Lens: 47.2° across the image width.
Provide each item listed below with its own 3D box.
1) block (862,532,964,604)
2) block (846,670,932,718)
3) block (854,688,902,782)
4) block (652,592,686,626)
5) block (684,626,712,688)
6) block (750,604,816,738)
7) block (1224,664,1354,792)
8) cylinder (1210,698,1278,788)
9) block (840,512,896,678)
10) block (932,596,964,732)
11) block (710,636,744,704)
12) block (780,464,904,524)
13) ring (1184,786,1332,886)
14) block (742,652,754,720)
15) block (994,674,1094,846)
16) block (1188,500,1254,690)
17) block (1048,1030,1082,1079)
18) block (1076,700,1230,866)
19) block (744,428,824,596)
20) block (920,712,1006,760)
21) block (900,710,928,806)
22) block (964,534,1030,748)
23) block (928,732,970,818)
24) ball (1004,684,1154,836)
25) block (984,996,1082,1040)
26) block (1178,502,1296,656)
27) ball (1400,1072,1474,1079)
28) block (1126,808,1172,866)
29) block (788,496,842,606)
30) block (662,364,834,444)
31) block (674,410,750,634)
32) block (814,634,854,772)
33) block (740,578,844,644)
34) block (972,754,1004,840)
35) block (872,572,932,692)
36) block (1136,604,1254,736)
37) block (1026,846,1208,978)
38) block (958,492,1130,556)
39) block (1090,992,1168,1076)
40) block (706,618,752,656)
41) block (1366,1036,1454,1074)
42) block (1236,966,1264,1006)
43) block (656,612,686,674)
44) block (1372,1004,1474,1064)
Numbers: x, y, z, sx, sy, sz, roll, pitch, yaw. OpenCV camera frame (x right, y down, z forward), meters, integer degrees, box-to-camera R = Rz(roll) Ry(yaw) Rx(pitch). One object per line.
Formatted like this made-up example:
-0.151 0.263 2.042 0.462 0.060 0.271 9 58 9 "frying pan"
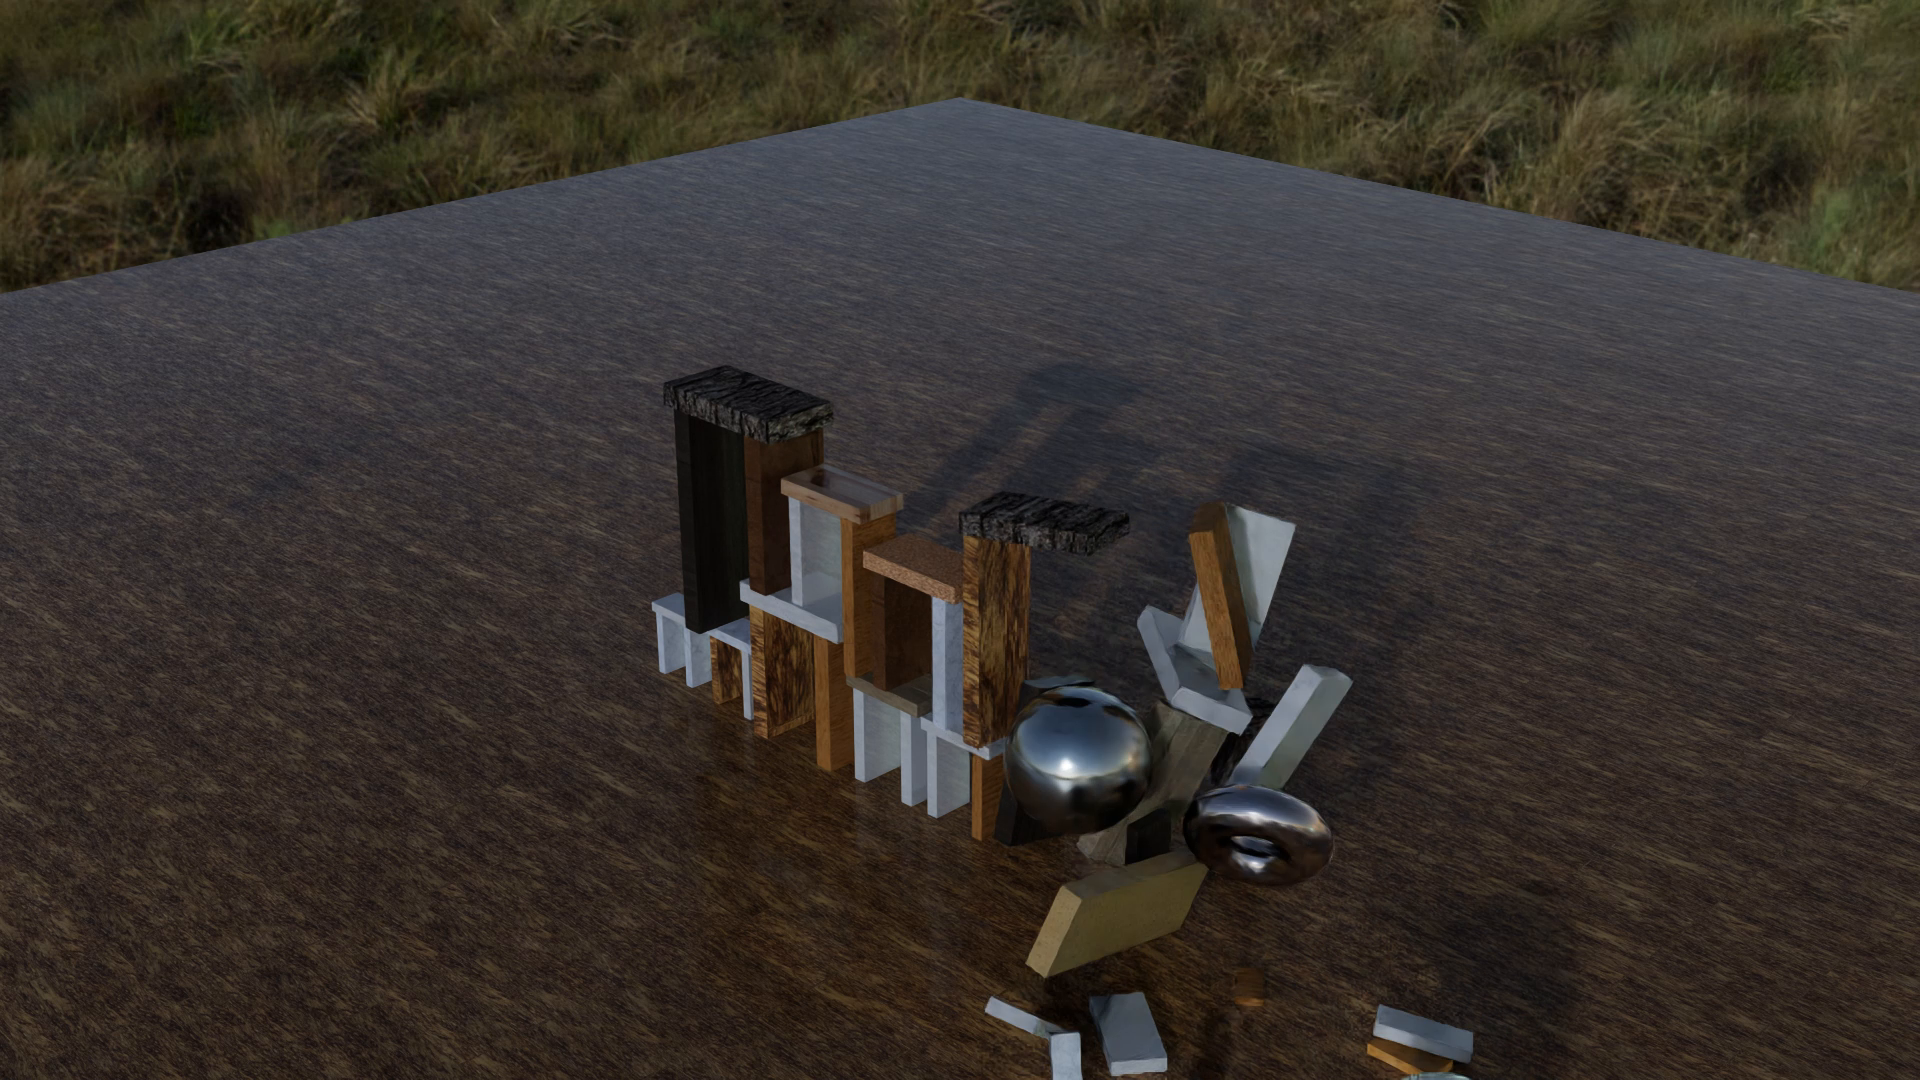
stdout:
-0.056 0.055 4.316 0.256 0.036 0.128 21 31 41 "block"
-0.122 0.298 4.481 0.105 0.030 0.211 -21 31 -40 "block"
-0.171 0.389 4.574 0.030 0.211 0.105 21 31 41 "block"
-0.621 0.160 4.973 0.149 0.021 0.075 21 31 41 "block"
-0.586 0.253 4.974 0.021 0.149 0.075 21 31 41 "block"
-0.376 0.262 4.751 0.043 0.307 0.153 21 31 41 "block"
0.606 0.378 4.121 0.045 0.315 0.158 38 14 28 "block"
0.591 0.423 4.468 0.147 0.147 0.147 4 29 -2 "cylinder"
-0.183 0.102 4.462 0.118 0.346 0.033 -21 31 -40 "block"
0.004 0.224 4.322 0.036 0.281 0.128 21 31 40 "block"
-0.515 0.277 4.901 0.081 0.162 0.023 -21 31 -41 "block"
-0.239 -0.094 4.439 0.236 0.033 0.118 21 31 40 "block"
0.530 0.528 3.919 0.268 0.268 0.089 7 54 15 "ring"
-0.439 0.307 4.830 0.023 0.162 0.081 21 31 41 "block"
0.164 0.429 4.298 0.046 0.324 0.162 22 18 41 "block"
0.488 0.102 4.105 0.045 0.315 0.158 -8 19 17 "block"
0.174 0.857 3.615 0.049 0.098 0.014 -4 6 -11 "block"
0.367 0.472 4.183 0.162 0.324 0.046 22 11 -37 "block"
-0.363 -0.072 4.592 0.049 0.345 0.172 21 31 41 "block"
0.022 0.377 4.357 0.188 0.027 0.094 21 31 40 "block"
-0.072 0.428 4.482 0.030 0.211 0.105 21 31 41 "block"
0.071 0.177 4.230 0.040 0.440 0.143 21 31 40 "block"
-0.023 0.459 4.439 0.094 0.188 0.027 -21 31 -41 "block"
0.217 0.404 4.039 0.275 0.275 0.275 0 23 0 "ball"
0.124 0.808 3.669 0.095 0.027 0.190 18 -11 31 "block"
0.537 0.084 4.271 0.143 0.285 0.040 16 6 -10 "block"
0.672 0.871 3.071 0.252 0.252 0.252 0 23 0 "ball"
0.349 0.602 4.098 0.095 0.190 0.027 -21 32 -41 "block"
-0.295 0.008 4.543 0.118 0.236 0.033 -21 31 -41 "block"
-0.444 -0.285 4.590 0.172 0.049 0.345 -21 31 -41 "block"
-0.525 -0.059 4.774 0.172 0.510 0.049 -21 31 -41 "block"
-0.232 0.318 4.618 0.043 0.307 0.153 21 31 41 "block"
-0.304 0.129 4.616 0.307 0.043 0.153 21 31 41 "block"
0.066 0.493 4.358 0.027 0.188 0.094 21 31 40 "block"
-0.117 0.166 4.428 0.128 0.256 0.036 -21 31 -40 "block"
0.454 0.250 4.284 0.162 0.046 0.324 24 21 -18 "block"
0.287 0.647 3.859 0.045 0.158 0.468 32 19 29 "block"
0.155 -0.032 4.080 0.285 0.040 0.143 10 24 35 "block"
0.286 0.840 3.746 0.095 0.027 0.190 -3 23 -7 "block"
-0.477 0.207 4.830 0.081 0.023 0.162 -21 31 -41 "block"
0.756 0.867 3.695 0.129 0.018 0.064 21 31 40 "block"
0.512 0.788 3.886 0.049 0.014 0.098 3 23 7 "block"
-0.656 0.225 5.039 0.021 0.149 0.075 21 31 41 "block"
0.782 0.834 3.711 0.164 0.023 0.082 15 14 11 "block"
